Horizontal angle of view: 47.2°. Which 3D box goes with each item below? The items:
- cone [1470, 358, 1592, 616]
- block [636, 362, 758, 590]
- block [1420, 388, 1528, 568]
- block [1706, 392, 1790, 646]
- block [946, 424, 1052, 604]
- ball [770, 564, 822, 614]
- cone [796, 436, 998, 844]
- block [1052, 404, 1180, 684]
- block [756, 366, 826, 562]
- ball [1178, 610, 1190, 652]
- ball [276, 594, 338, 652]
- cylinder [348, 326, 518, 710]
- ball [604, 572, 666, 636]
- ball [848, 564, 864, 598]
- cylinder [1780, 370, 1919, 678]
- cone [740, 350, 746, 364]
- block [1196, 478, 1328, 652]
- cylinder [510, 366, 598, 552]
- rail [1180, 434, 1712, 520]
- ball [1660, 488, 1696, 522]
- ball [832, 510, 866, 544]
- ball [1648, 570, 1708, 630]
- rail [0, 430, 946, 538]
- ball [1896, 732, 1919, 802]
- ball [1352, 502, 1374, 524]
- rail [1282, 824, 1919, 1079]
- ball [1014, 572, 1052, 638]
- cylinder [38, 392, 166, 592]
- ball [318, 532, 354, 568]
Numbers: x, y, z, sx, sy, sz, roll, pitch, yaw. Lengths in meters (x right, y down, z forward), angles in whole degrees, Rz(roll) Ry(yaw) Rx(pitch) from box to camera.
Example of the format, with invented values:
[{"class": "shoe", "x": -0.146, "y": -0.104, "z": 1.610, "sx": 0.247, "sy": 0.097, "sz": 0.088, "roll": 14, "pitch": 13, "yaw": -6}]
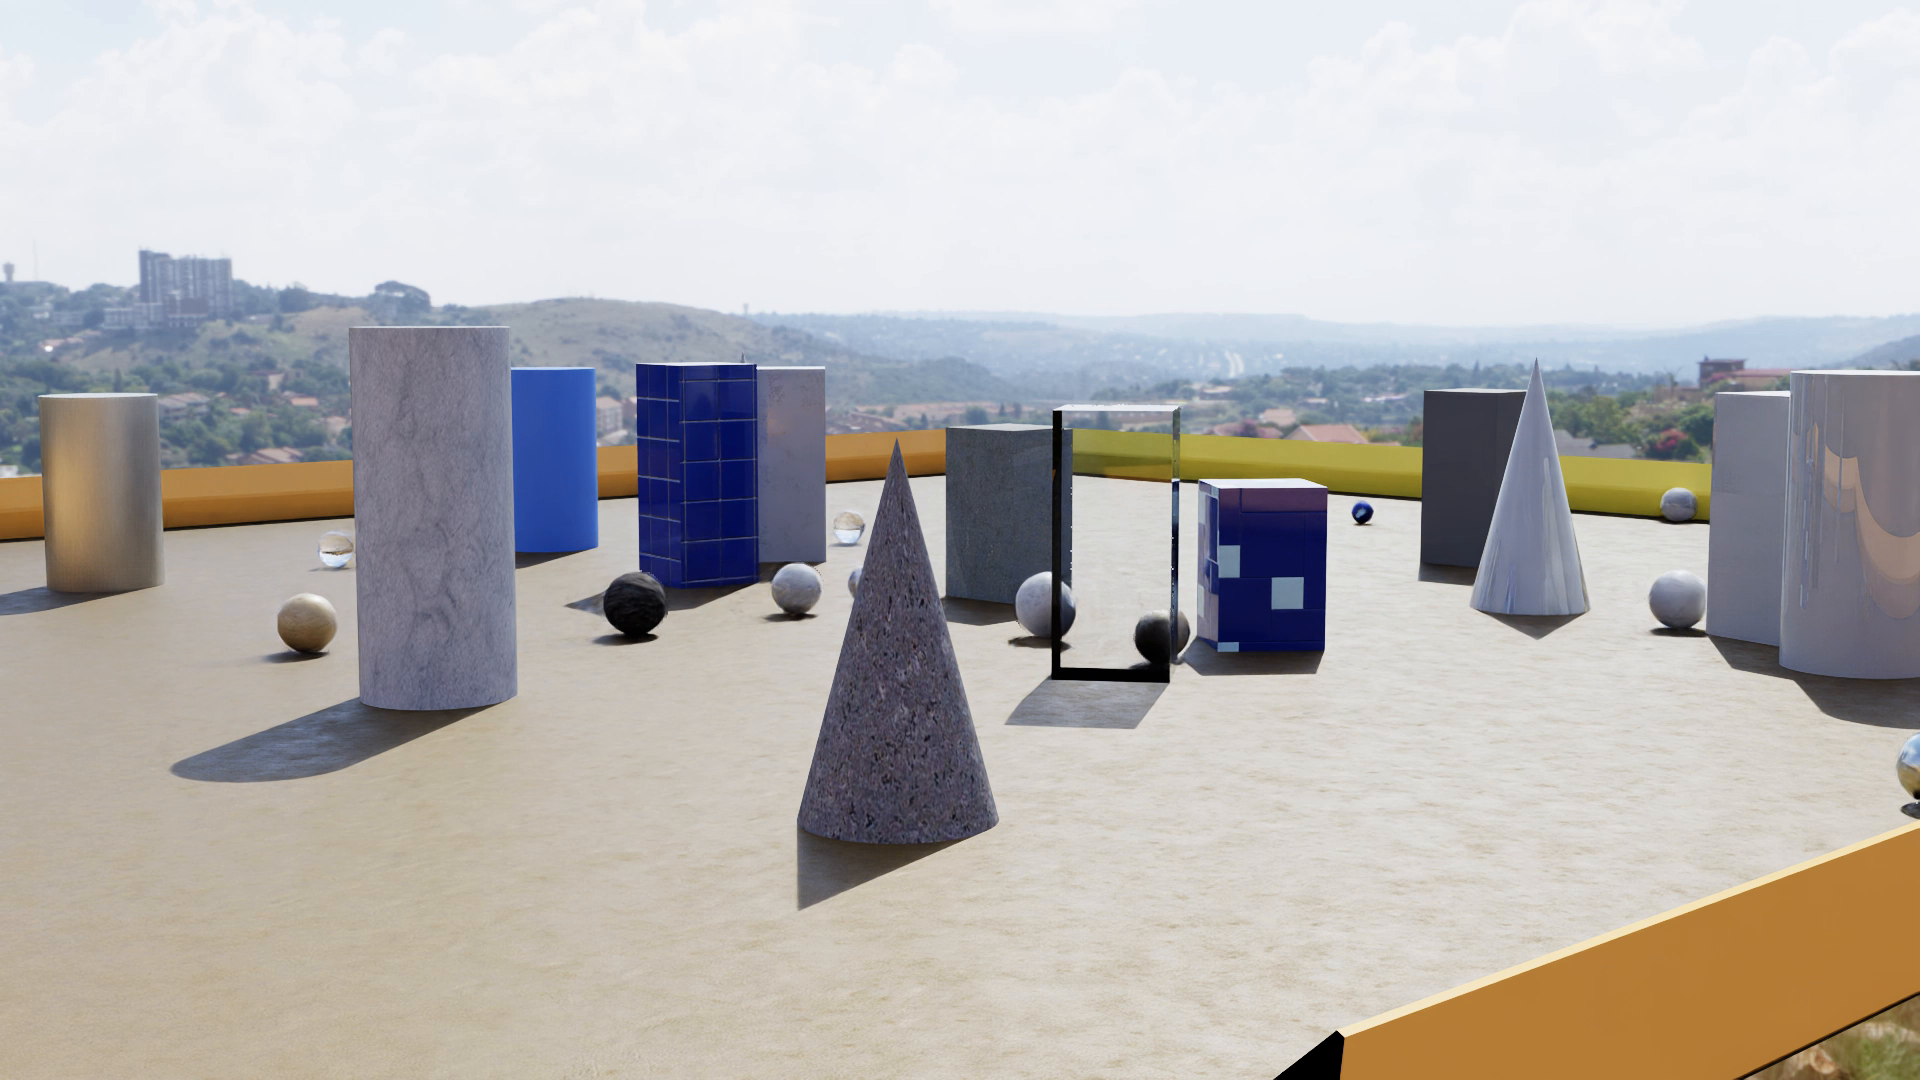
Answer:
[{"class": "cone", "x": 0.838, "y": -0.085, "z": 3.214, "sx": 0.175, "sy": 0.368, "sz": 0.175, "roll": 0, "pitch": 6, "yaw": 0}, {"class": "block", "x": -0.419, "y": -0.107, "z": 3.513, "sx": 0.140, "sy": 0.348, "sz": 0.140, "roll": -4, "pitch": 8, "yaw": -36}, {"class": "block", "x": 0.893, "y": -0.109, "z": 3.782, "sx": 0.140, "sy": 0.295, "sz": 0.140, "roll": 6, "pitch": 8, "yaw": 42}, {"class": "block", "x": 1.102, "y": -0.032, "z": 2.925, "sx": 0.140, "sy": 0.325, "sz": 0.140, "roll": -3, "pitch": 7, "yaw": -28}, {"class": "block", "x": 0.077, "y": -0.043, "z": 3.350, "sx": 0.140, "sy": 0.257, "sz": 0.140, "roll": 6, "pitch": 9, "yaw": 44}, {"class": "ball", "x": -0.235, "y": 0.070, "z": 3.157, "sx": 0.073, "sy": 0.073, "sz": 0.073, "roll": 0, "pitch": 6, "yaw": 0}, {"class": "cone", "x": -0.054, "y": 0.077, "z": 1.886, "sx": 0.175, "sy": 0.332, "sz": 0.175, "roll": 0, "pitch": 6, "yaw": 0}, {"class": "block", "x": 0.189, "y": 0.001, "z": 2.648, "sx": 0.140, "sy": 0.320, "sz": 0.140, "roll": 1, "pitch": 6, "yaw": 9}, {"class": "block", "x": -0.305, "y": -0.135, "z": 3.846, "sx": 0.140, "sy": 0.332, "sz": 0.140, "roll": 0, "pitch": 6, "yaw": -3}, {"class": "ball", "x": 0.257, "y": 0.115, "z": 2.770, "sx": 0.067, "sy": 0.067, "sz": 0.067, "roll": 0, "pitch": 6, "yaw": 0}, {"class": "ball", "x": -0.833, "y": 0.106, "z": 2.809, "sx": 0.075, "sy": 0.075, "sz": 0.075, "roll": 0, "pitch": 6, "yaw": 0}, {"class": "cylinder", "x": -0.592, "y": -0.030, "z": 2.479, "sx": 0.175, "sy": 0.418, "sz": 0.175, "roll": 0, "pitch": 6, "yaw": 0}, {"class": "ball", "x": -0.437, "y": 0.086, "z": 2.957, "sx": 0.084, "sy": 0.084, "sz": 0.084, "roll": 0, "pitch": 6, "yaw": 0}, {"class": "ball", "x": -0.138, "y": 0.065, "z": 3.269, "sx": 0.058, "sy": 0.058, "sz": 0.058, "roll": 0, "pitch": 6, "yaw": 0}, {"class": "cylinder", "x": 1.099, "y": -0.024, "z": 2.682, "sx": 0.175, "sy": 0.361, "sz": 0.175, "roll": 0, "pitch": 6, "yaw": 0}, {"class": "cone", "x": -0.425, "y": -0.196, "z": 4.318, "sx": 0.175, "sy": 0.354, "sz": 0.175, "roll": 0, "pitch": 6, "yaw": 0}, {"class": "block", "x": 0.394, "y": 0.030, "z": 2.883, "sx": 0.140, "sy": 0.210, "sz": 0.140, "roll": -1, "pitch": 6, "yaw": -5}, {"class": "cylinder", "x": -0.751, "y": -0.150, "z": 4.012, "sx": 0.175, "sy": 0.326, "sz": 0.175, "roll": 0, "pitch": 6, "yaw": 0}, {"class": "rail", "x": 1.413, "y": -0.110, "z": 4.629, "sx": 0.045, "sy": 0.114, "sz": 3.677, "roll": -6, "pitch": 8, "yaw": -42}, {"class": "ball", "x": 1.468, "y": -0.073, "z": 4.494, "sx": 0.070, "sy": 0.070, "sz": 0.070, "roll": 0, "pitch": 6, "yaw": 0}, {"class": "ball", "x": -0.206, "y": -0.024, "z": 4.090, "sx": 0.061, "sy": 0.061, "sz": 0.061, "roll": 0, "pitch": 6, "yaw": 0}, {"class": "ball", "x": 0.986, "y": 0.081, "z": 3.014, "sx": 0.081, "sy": 0.081, "sz": 0.081, "roll": 0, "pitch": 6, "yaw": 0}, {"class": "rail", "x": -1.231, "y": -0.113, "z": 4.659, "sx": 3.892, "sy": 0.114, "sz": 0.045, "roll": -6, "pitch": 8, "yaw": -42}, {"class": "ball", "x": 0.867, "y": 0.202, "z": 1.951, "sx": 0.069, "sy": 0.069, "sz": 0.069, "roll": 0, "pitch": 6, "yaw": 0}, {"class": "ball", "x": 0.817, "y": -0.056, "z": 4.462, "sx": 0.044, "sy": 0.044, "sz": 0.044, "roll": 0, "pitch": 6, "yaw": 0}, {"class": "rail", "x": 1.231, "y": 0.173, "z": 2.007, "sx": 3.892, "sy": 0.114, "sz": 0.045, "roll": -6, "pitch": 8, "yaw": -42}, {"class": "ball", "x": 0.117, "y": 0.087, "z": 2.934, "sx": 0.088, "sy": 0.088, "sz": 0.088, "roll": 0, "pitch": 6, "yaw": 0}, {"class": "cylinder", "x": -1.353, "y": -0.078, "z": 3.469, "sx": 0.175, "sy": 0.300, "sz": 0.175, "roll": 0, "pitch": 6, "yaw": 0}, {"class": "ball", "x": -1.055, "y": 0.016, "z": 3.716, "sx": 0.060, "sy": 0.060, "sz": 0.060, "roll": 0, "pitch": 6, "yaw": 0}]
